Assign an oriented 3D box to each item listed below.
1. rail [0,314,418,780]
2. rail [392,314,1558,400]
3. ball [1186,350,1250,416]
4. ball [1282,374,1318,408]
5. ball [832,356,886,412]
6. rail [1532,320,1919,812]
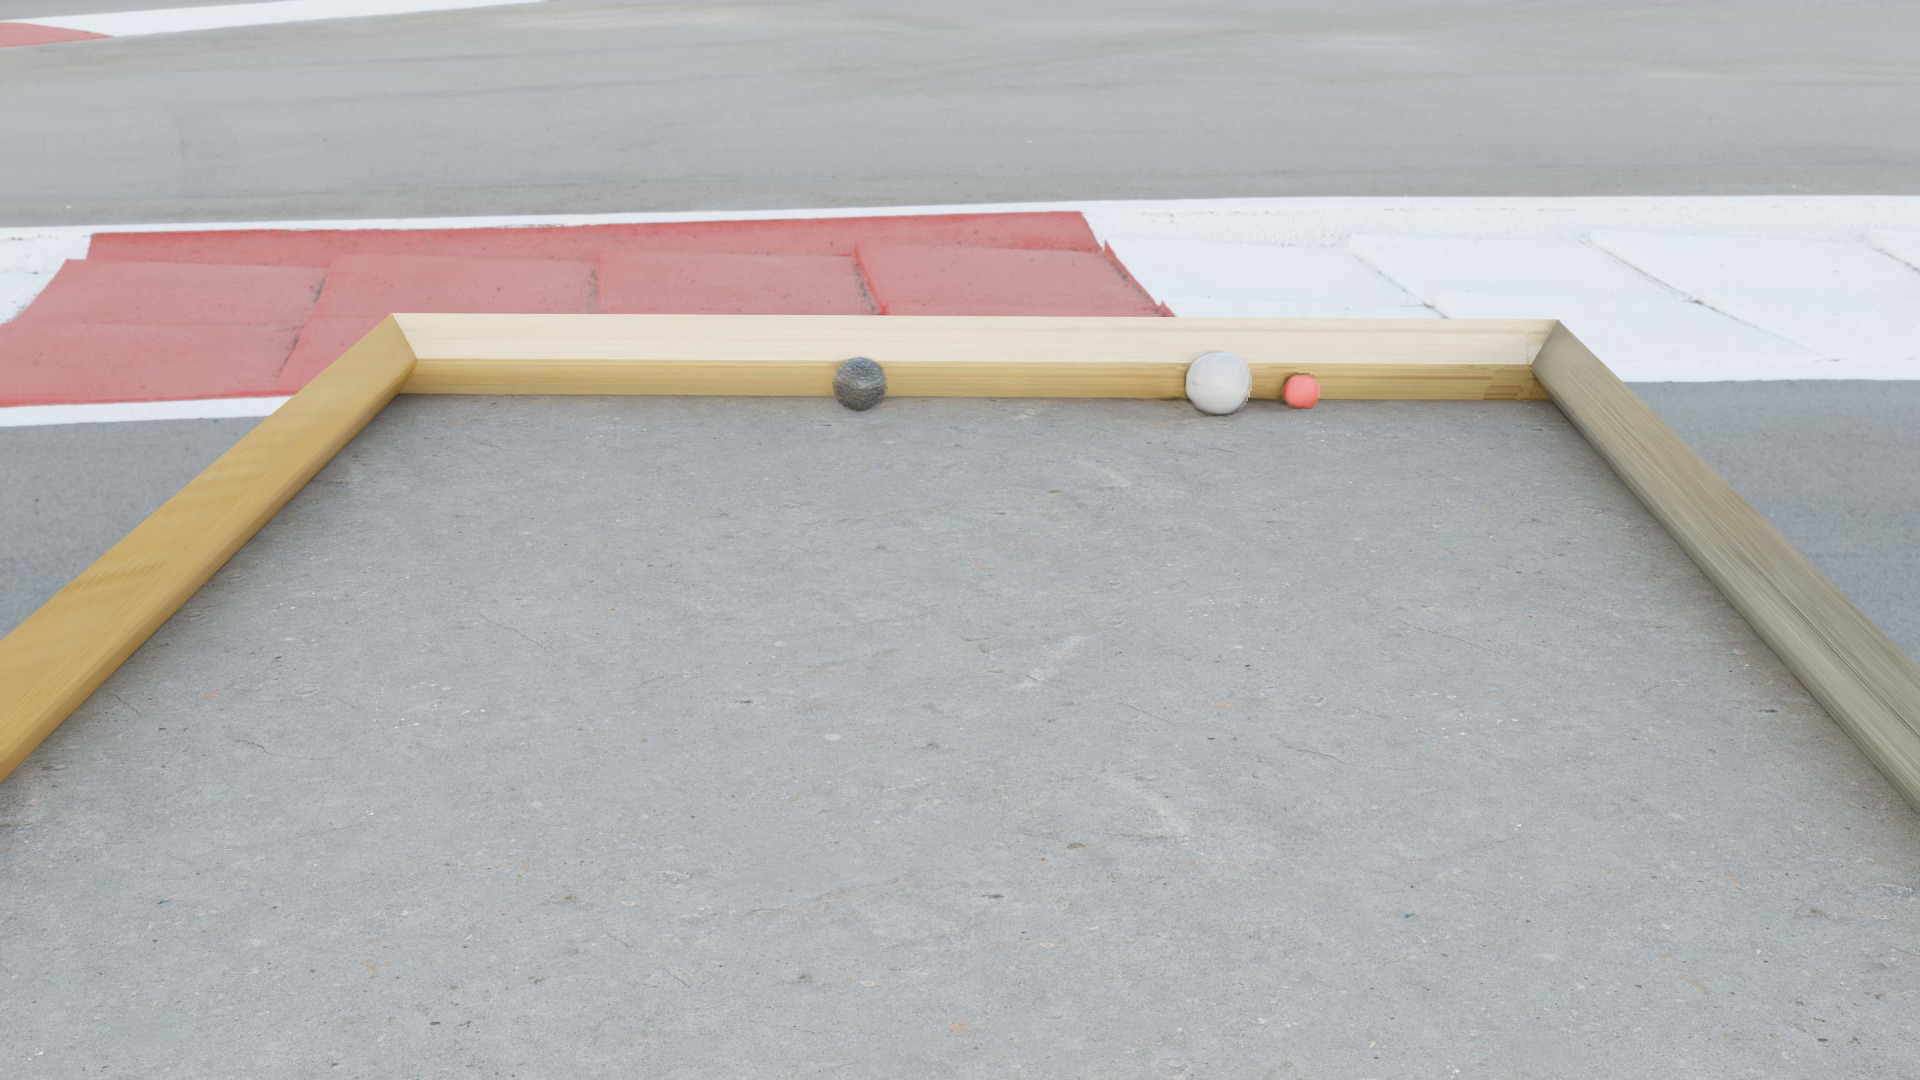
[{"bbox_3d":[-0.849,0.210,1.824,0.045,0.120,3.027,0,19,1],"label":"rail"},{"bbox_3d":[0.017,-0.263,3.217,1.712,0.120,0.045,0,19,1],"label":"rail"},{"bbox_3d":[0.369,-0.225,3.151,0.092,0.092,0.092,0,19,0],"label":"ball"},{"bbox_3d":[0.493,-0.216,3.189,0.050,0.050,0.050,0,19,0],"label":"ball"},{"bbox_3d":[-0.146,-0.225,3.173,0.078,0.078,0.078,0,19,0],"label":"ball"},{"bbox_3d":[0.815,0.222,1.789,0.045,0.120,3.027,0,19,1],"label":"rail"}]
